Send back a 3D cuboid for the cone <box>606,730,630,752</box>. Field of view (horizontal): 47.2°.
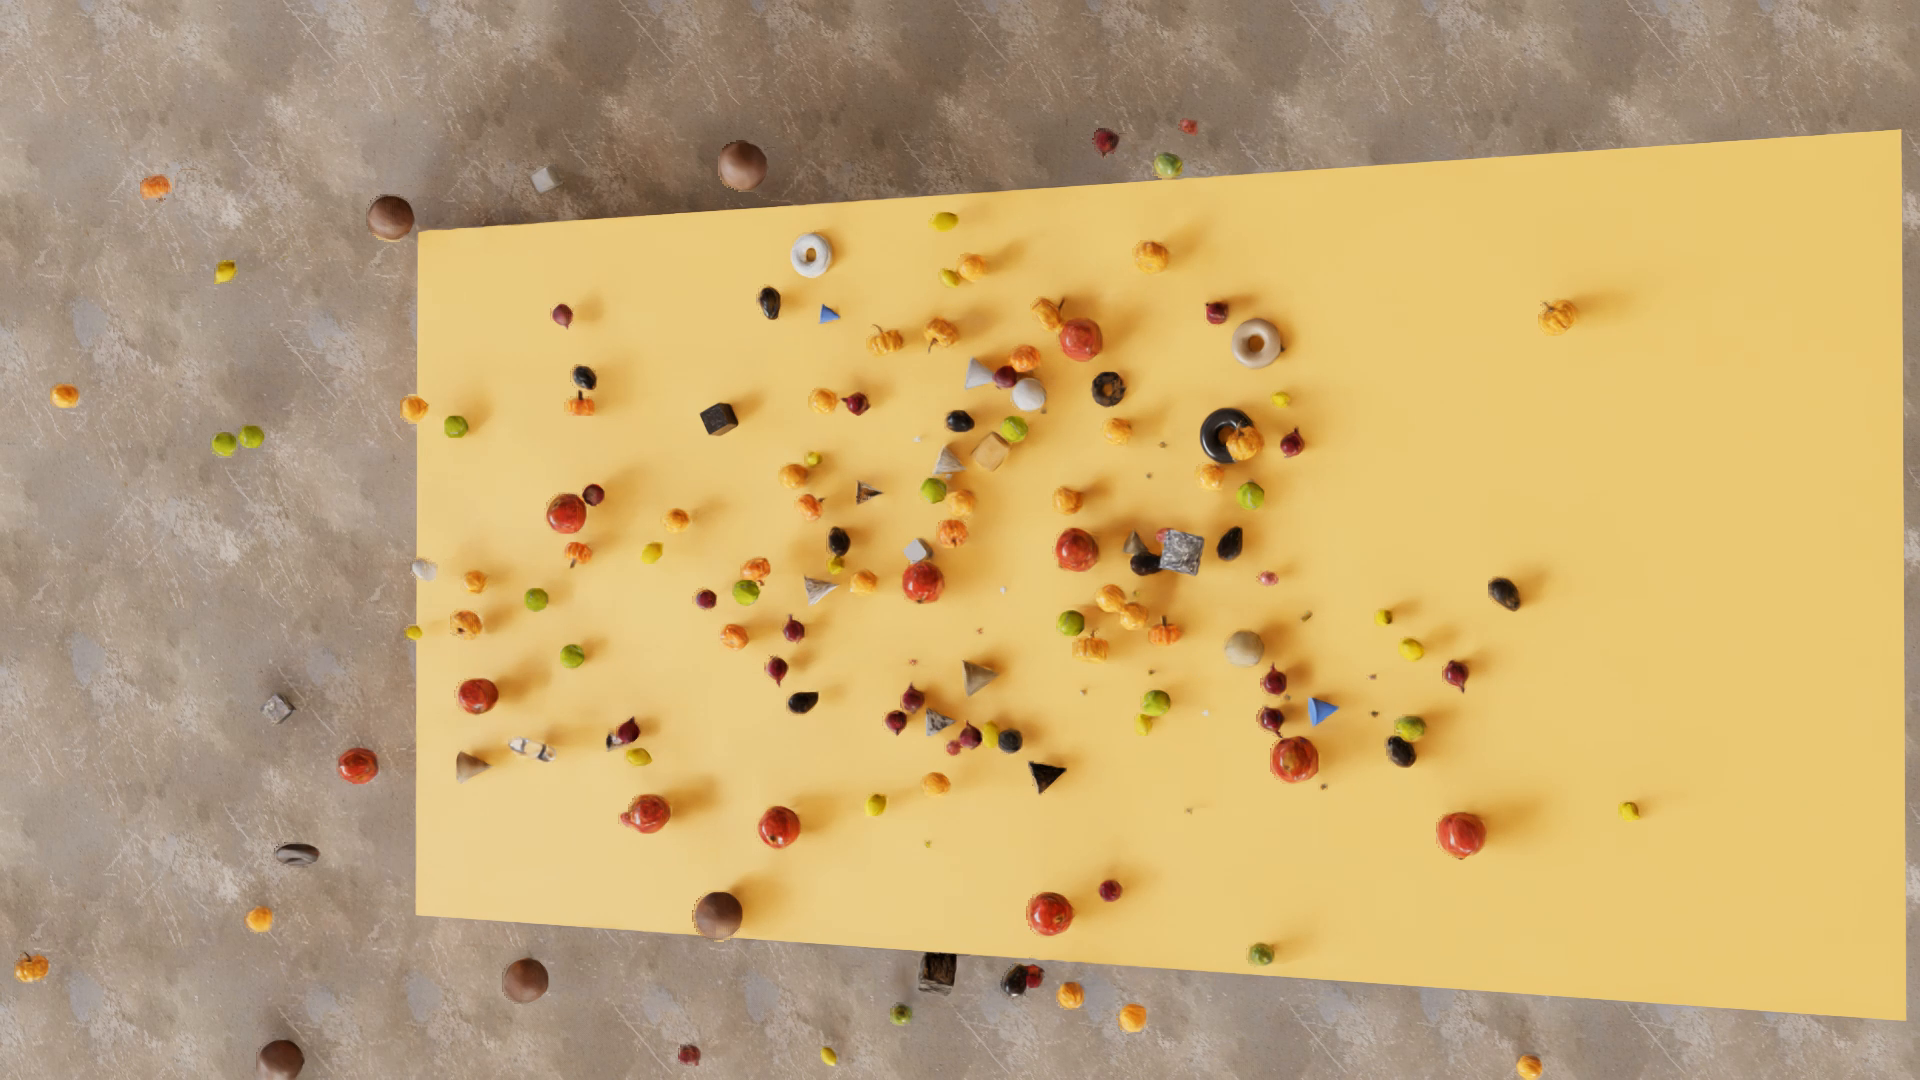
[{"bbox_3d":[-0.953,0.567,6.156,0.067,0.067,0.067,7,89,-5],"label":"cone"}]

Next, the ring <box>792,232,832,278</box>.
[{"bbox_3d":[-0.402,-0.770,5.945,0.121,0.040,0.121,0,90,23],"label":"ring"}]

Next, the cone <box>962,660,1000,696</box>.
[{"bbox_3d":[0.062,0.357,5.740,0.098,0.098,0.098,-8,89,-5],"label":"cone"}]

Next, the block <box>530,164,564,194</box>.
[{"bbox_3d":[-1.219,-1.066,6.495,0.059,0.059,0.059,-24,100,26],"label":"block"}]

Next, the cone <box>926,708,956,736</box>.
[{"bbox_3d":[-0.047,0.478,5.788,0.079,0.079,0.079,-3,89,-5],"label":"cone"}]

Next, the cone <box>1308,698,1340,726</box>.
[{"bbox_3d":[0.901,0.417,5.406,0.071,0.071,0.071,-7,89,-5],"label":"cone"}]

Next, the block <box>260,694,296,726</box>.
[{"bbox_3d":[-2.013,0.499,6.491,0.065,0.065,0.065,-41,89,0],"label":"block"}]

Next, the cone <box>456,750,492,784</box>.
[{"bbox_3d":[-1.386,0.650,6.312,0.095,0.095,0.095,-1,89,5],"label":"cone"}]

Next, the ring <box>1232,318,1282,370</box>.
[{"bbox_3d":[0.738,-0.488,5.479,0.128,0.043,0.128,-1,87,22],"label":"ring"}]

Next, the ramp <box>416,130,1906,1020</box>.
[{"bbox_3d":[0.283,0.086,5.732,4.000,0.100,2.000,0,89,22],"label":"ramp"}]

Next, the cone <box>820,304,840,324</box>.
[{"bbox_3d":[-0.347,-0.604,5.928,0.057,0.057,0.057,11,89,-5],"label":"cone"}]

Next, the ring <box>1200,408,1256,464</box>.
[{"bbox_3d":[0.669,-0.261,5.501,0.143,0.048,0.143,0,89,21],"label":"ring"}]

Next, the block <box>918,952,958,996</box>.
[{"bbox_3d":[-0.064,1.209,6.141,0.089,0.089,0.089,11,57,-5],"label":"block"}]

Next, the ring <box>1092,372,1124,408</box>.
[{"bbox_3d":[0.379,-0.386,5.627,0.092,0.031,0.092,1,92,27],"label":"ring"}]

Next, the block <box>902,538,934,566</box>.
[{"bbox_3d":[-0.109,0.033,5.810,0.052,0.052,0.052,-43,75,16],"label":"block"}]

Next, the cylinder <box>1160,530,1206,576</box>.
[{"bbox_3d":[0.555,0.032,5.484,0.096,0.096,0.096,13,88,0],"label":"cylinder"}]

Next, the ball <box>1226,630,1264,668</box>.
[{"bbox_3d":[0.705,0.271,5.450,0.096,0.096,0.096,0,89,0],"label":"ball"}]

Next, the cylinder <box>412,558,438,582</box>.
[{"bbox_3d":[-1.543,0.086,6.339,0.052,0.052,0.052,27,89,42],"label":"cylinder"}]

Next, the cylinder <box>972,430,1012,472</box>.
[{"bbox_3d":[0.083,-0.231,5.721,0.077,0.077,0.077,41,104,0],"label":"cylinder"}]

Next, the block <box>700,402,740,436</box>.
[{"bbox_3d":[-0.659,-0.331,6.029,0.066,0.066,0.066,-28,79,19],"label":"block"}]

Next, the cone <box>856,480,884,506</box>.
[{"bbox_3d":[-0.240,-0.126,5.875,0.072,0.072,0.072,1,89,-5],"label":"cone"}]

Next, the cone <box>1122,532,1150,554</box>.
[{"bbox_3d":[0.457,0.020,5.593,0.065,0.065,0.065,27,89,-7],"label":"cone"}]

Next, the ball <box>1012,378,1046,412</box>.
[{"bbox_3d":[0.179,-0.376,5.679,0.087,0.087,0.087,0,89,0],"label":"ball"}]

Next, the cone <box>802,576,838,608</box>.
[{"bbox_3d":[-0.370,0.130,5.921,0.087,0.087,0.087,-14,89,2],"label":"cone"}]

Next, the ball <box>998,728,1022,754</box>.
[{"bbox_3d":[0.130,0.522,5.699,0.066,0.066,0.066,0,89,0],"label":"ball"}]

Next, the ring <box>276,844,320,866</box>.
[{"bbox_3d":[-1.936,0.920,6.430,0.122,0.122,0.041,-6,66,0],"label":"ring"}]
